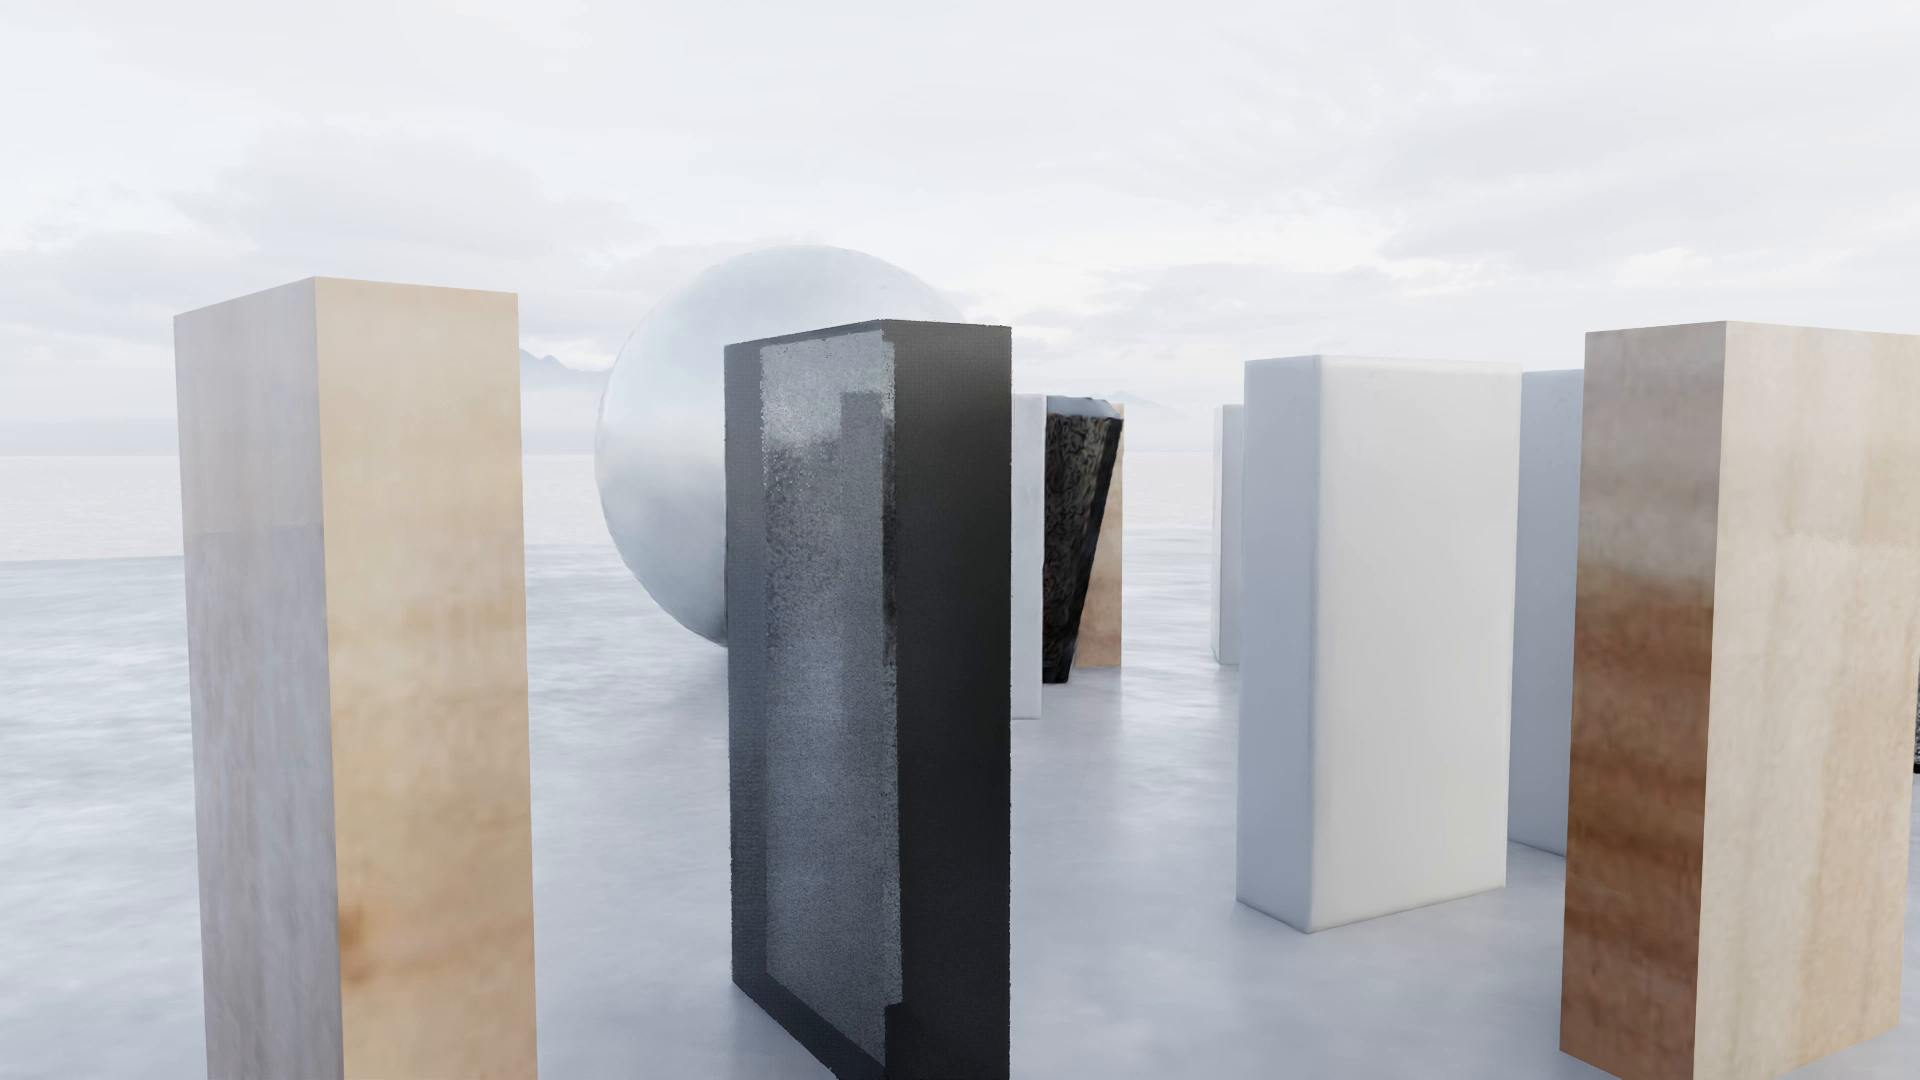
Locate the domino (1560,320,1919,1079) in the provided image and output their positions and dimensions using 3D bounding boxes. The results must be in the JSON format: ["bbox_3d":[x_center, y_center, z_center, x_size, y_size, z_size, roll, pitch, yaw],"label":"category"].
[{"bbox_3d":[0.055,0.011,0.090,0.025,0.050,0.009,-2,5,-29],"label":"domino"}]

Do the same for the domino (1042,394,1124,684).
[{"bbox_3d":[0.010,0.000,0.218,0.025,0.050,0.009,3,25,-15],"label":"domino"}]

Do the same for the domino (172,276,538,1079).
[{"bbox_3d":[-0.034,0.012,0.072,0.010,0.050,0.025,-4,6,-44],"label":"domino"}]

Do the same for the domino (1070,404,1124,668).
[{"bbox_3d":[0.023,-0.002,0.256,0.010,0.050,0.025,-1,4,-17],"label":"domino"}]

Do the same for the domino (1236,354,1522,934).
[{"bbox_3d":[0.039,0.009,0.120,0.025,0.050,0.009,-2,5,-28],"label":"domino"}]

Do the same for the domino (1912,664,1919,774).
[{"bbox_3d":[0.119,0.004,0.175,0.025,0.050,0.009,4,6,43],"label":"domino"}]

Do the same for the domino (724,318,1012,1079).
[{"bbox_3d":[-0.007,0.011,0.092,0.009,0.050,0.025,-3,5,-32],"label":"domino"}]

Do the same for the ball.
[{"bbox_3d":[-0.029,-0.016,0.247,0.080,0.080,0.080,0,4,0],"label":"ball"}]

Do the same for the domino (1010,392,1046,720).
[{"bbox_3d":[0.000,0.002,0.199,0.025,0.050,0.009,0,8,0],"label":"domino"}]

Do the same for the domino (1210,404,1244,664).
[{"bbox_3d":[0.056,-0.002,0.258,0.009,0.050,0.025,1,4,7],"label":"domino"}]

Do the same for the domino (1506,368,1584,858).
[{"bbox_3d":[0.065,0.007,0.135,0.010,0.050,0.025,-2,5,-30],"label":"domino"}]
